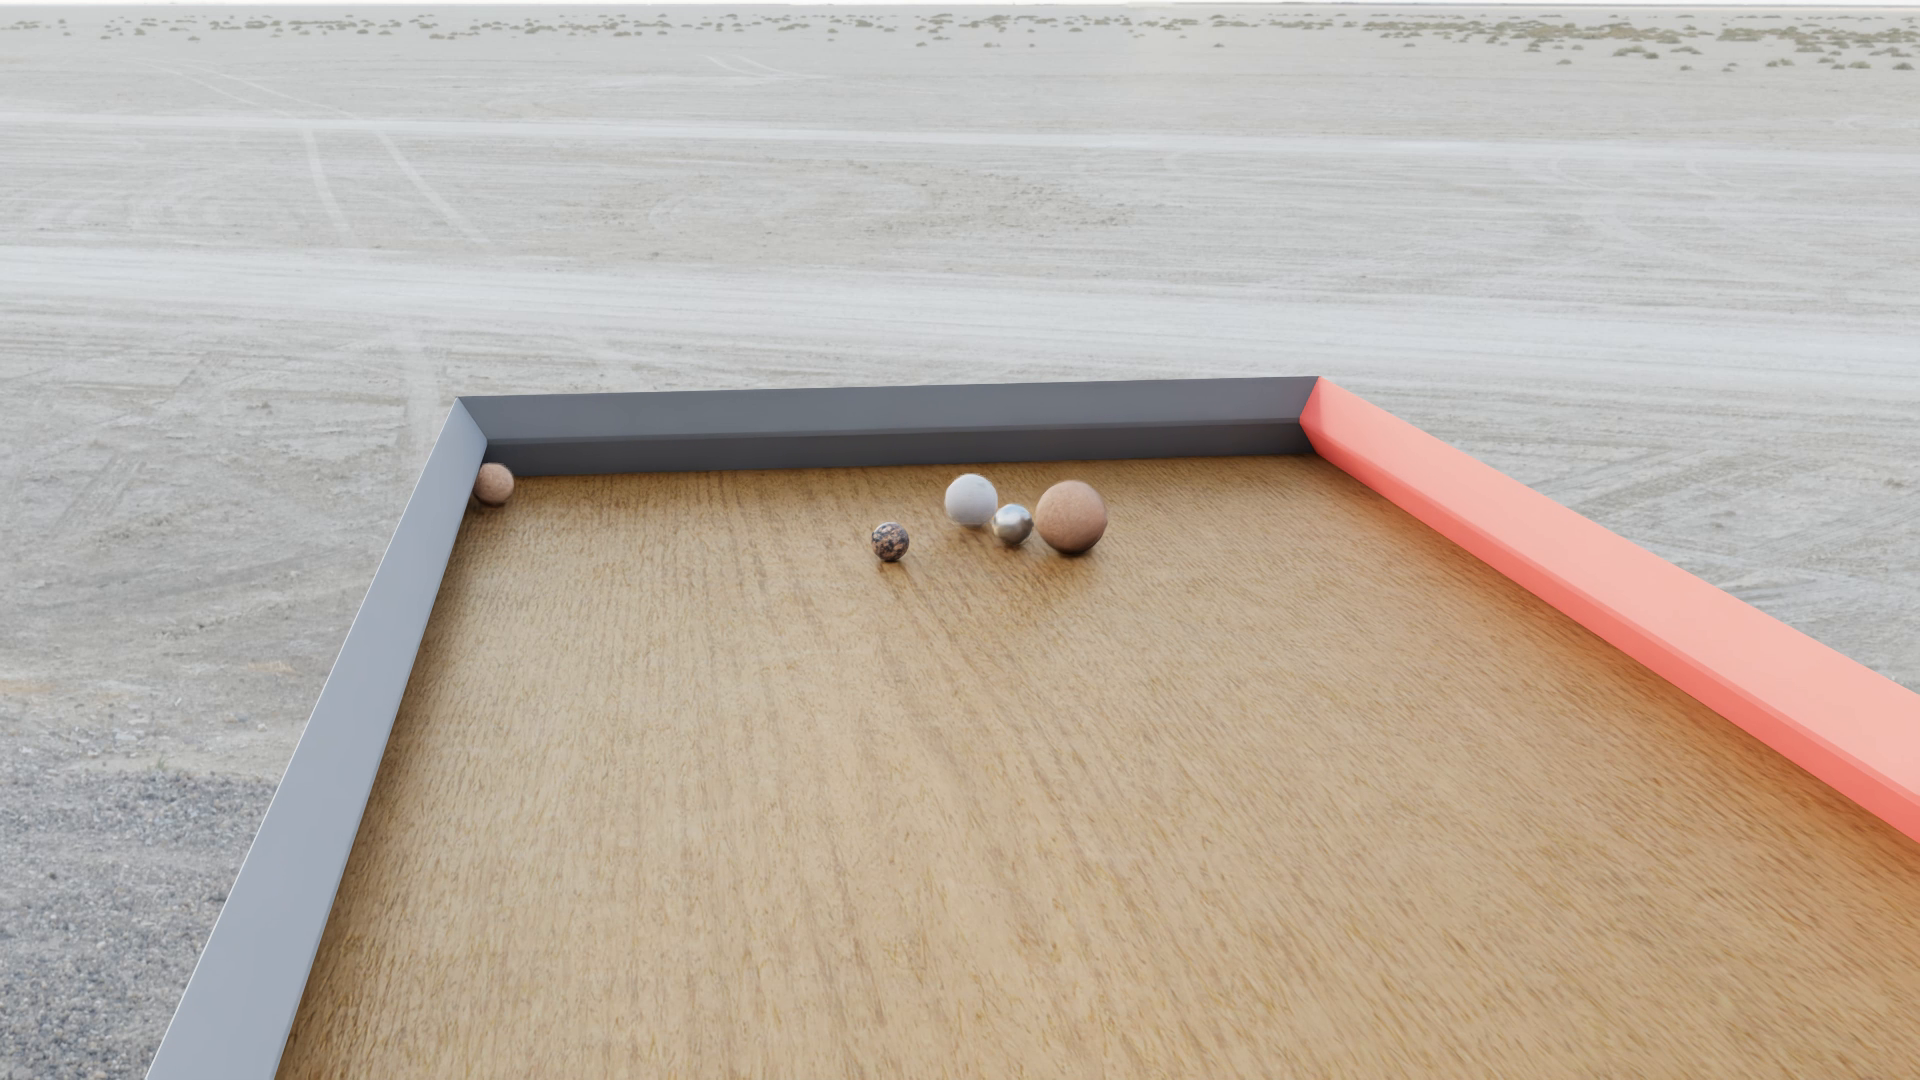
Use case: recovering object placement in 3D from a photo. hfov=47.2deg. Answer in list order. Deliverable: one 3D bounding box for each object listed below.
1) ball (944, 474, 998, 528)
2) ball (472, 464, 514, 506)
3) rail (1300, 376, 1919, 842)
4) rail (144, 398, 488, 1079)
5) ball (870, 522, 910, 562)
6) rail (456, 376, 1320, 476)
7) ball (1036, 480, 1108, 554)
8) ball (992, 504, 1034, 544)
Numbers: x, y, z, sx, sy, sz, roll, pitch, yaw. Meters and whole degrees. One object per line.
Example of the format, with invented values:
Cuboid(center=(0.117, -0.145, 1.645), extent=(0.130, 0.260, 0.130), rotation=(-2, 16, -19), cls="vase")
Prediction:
Cuboid(center=(0.015, -0.052, 2.988), extent=(0.073, 0.073, 0.073), rotation=(0, 14, 0), cls="ball")
Cuboid(center=(-0.664, -0.078, 3.124), extent=(0.059, 0.059, 0.059), rotation=(0, 14, 0), cls="ball")
Cuboid(center=(0.730, 0.100, 2.243), extent=(0.045, 0.122, 2.580), rotation=(-2, 14, -8), cls="rail")
Cuboid(center=(-0.546, 0.144, 2.064), extent=(0.045, 0.122, 2.580), rotation=(-2, 14, -8), cls="rail")
Cuboid(center=(-0.090, 0.002, 2.810), extent=(0.050, 0.050, 0.050), rotation=(0, 14, 0), cls="ball")
Cuboid(center=(-0.089, -0.171, 3.372), extent=(1.337, 0.122, 0.045), rotation=(-2, 14, -8), cls="rail")
Cuboid(center=(0.145, -0.030, 2.847), extent=(0.094, 0.094, 0.094), rotation=(0, 14, 0), cls="ball")
Cuboid(center=(0.069, -0.021, 2.895), extent=(0.054, 0.054, 0.054), rotation=(0, 14, 0), cls="ball")
